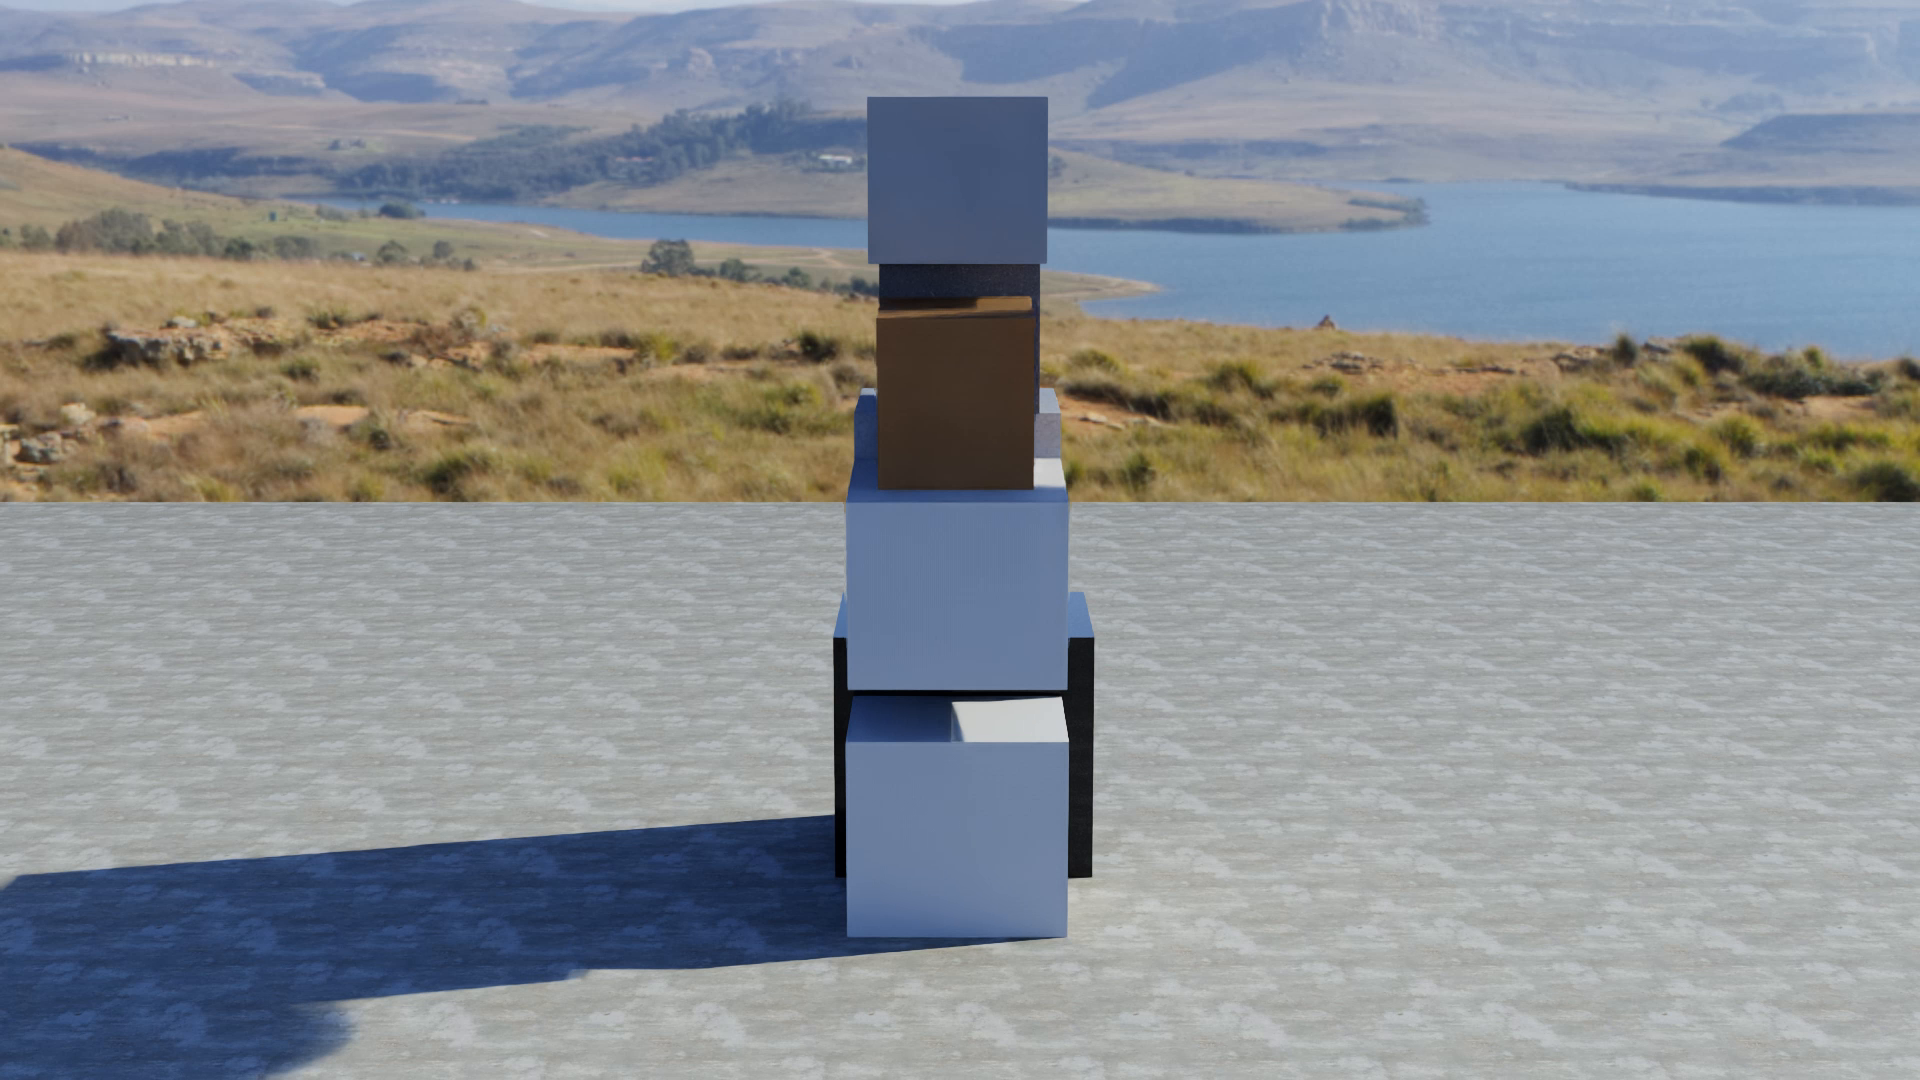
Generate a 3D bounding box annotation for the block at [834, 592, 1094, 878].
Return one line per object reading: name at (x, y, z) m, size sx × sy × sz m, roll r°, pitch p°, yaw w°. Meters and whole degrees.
block at (0.017, 0.869, 11.744) m, size 1.138 × 1.087 × 0.994 m, roll 0°, pitch 10°, yaw 0°

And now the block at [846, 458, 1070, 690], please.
block at (-0.010, 0.126, 10.724) m, size 0.888 × 0.777 × 0.897 m, roll 0°, pitch 13°, yaw 0°

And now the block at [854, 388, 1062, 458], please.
block at (-0.010, -0.152, 11.614) m, size 0.894 × 0.969 × 0.895 m, roll 0°, pitch 10°, yaw 0°

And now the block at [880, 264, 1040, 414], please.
block at (-0.001, -0.934, 11.343) m, size 0.688 × 0.667 × 0.676 m, roll 0°, pitch 10°, yaw 0°

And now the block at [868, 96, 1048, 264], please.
block at (-0.010, -1.539, 10.901) m, size 0.742 × 0.683 × 0.659 m, roll 0°, pitch 10°, yaw 0°

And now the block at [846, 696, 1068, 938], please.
block at (-0.011, 1.158, 10.881) m, size 0.908 × 0.829 × 0.789 m, roll 0°, pitch 10°, yaw 0°

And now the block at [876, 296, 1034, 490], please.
block at (-0.017, -0.621, 10.676) m, size 0.635 × 0.700 × 0.644 m, roll 0°, pitch 13°, yaw 0°
